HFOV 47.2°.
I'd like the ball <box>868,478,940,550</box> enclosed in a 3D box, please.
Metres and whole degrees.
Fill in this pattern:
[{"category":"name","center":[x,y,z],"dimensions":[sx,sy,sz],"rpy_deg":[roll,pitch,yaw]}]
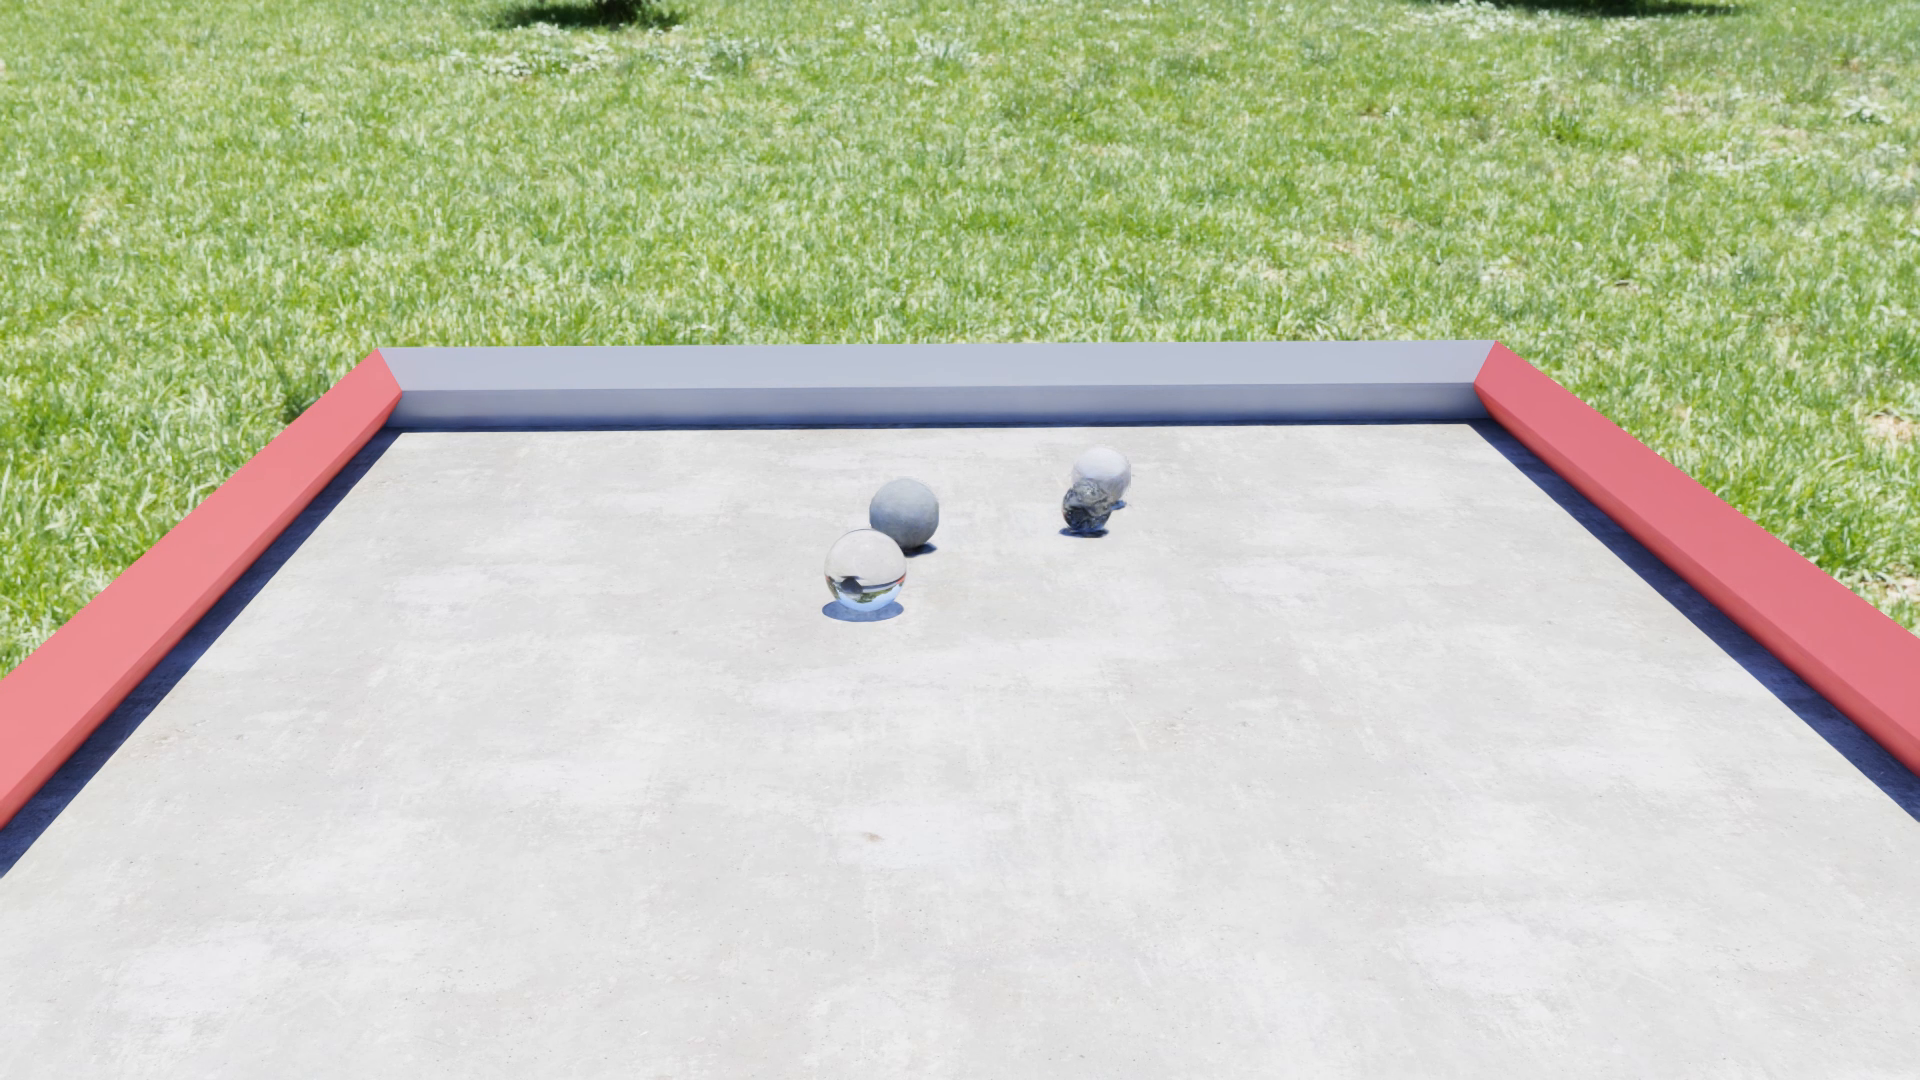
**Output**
[{"category":"ball","center":[-0.071,-0.033,2.800],"dimensions":[0.091,0.091,0.091],"rpy_deg":[0,16,0]}]

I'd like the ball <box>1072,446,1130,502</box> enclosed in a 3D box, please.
[{"category":"ball","center":[0.192,-0.087,3.008],"dimensions":[0.080,0.080,0.080],"rpy_deg":[0,16,0]}]

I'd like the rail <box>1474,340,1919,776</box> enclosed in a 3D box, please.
[{"category":"rail","center":[0.888,0.199,1.935],"dimensions":[0.045,0.125,3.281],"rpy_deg":[-1,16,-2]}]

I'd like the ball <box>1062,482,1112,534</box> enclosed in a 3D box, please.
[{"category":"ball","center":[0.165,-0.042,2.877],"dimensions":[0.066,0.066,0.066],"rpy_deg":[0,16,0]}]

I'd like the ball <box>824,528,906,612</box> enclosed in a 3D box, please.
[{"category":"ball","center":[-0.110,0.035,2.556],"dimensions":[0.097,0.097,0.097],"rpy_deg":[0,16,0]}]

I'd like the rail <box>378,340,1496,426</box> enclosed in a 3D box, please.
[{"category":"rail","center":[-0.028,-0.242,3.457],"dimensions":[1.766,0.125,0.045],"rpy_deg":[-1,16,-2]}]

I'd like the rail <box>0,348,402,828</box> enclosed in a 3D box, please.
[{"category":"rail","center":[-0.830,0.216,1.876],"dimensions":[0.045,0.125,3.281],"rpy_deg":[-1,16,-2]}]
